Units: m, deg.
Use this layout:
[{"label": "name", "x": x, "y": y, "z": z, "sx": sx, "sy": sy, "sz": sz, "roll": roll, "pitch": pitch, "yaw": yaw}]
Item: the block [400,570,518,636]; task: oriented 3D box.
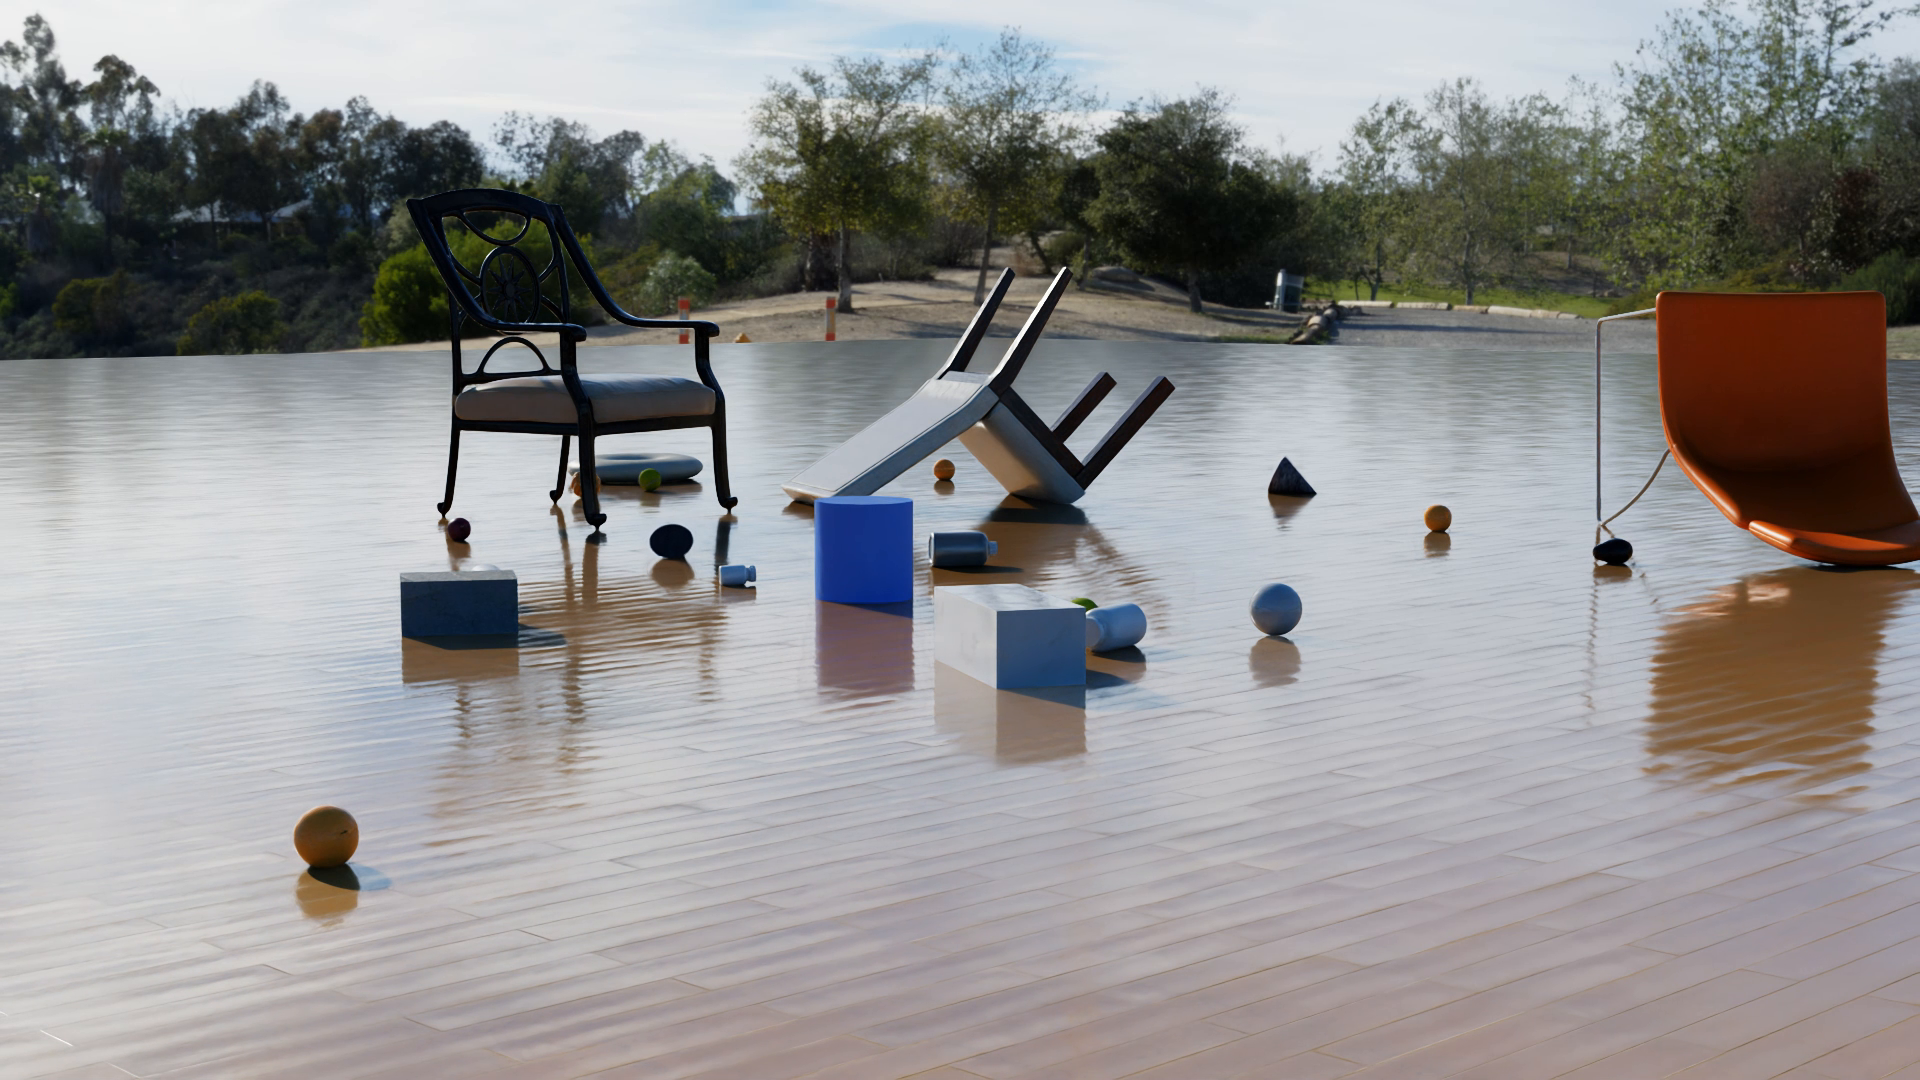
[{"label": "block", "x": -0.936, "y": 0.117, "z": 4.791, "sx": 0.211, "sy": 0.100, "sz": 0.155, "roll": -1, "pitch": 6, "yaw": -13}]

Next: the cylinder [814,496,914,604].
[{"label": "cylinder", "x": -0.197, "y": 0.018, "z": 5.258, "sx": 0.204, "sy": 0.201, "sz": 0.196, "roll": 3, "pitch": 7, "yaw": 30}]

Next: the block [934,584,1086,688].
[{"label": "block", "x": 0.079, "y": 0.157, "z": 4.279, "sx": 0.152, "sy": 0.126, "sz": 0.340, "roll": -2, "pitch": 6, "yaw": -18}]

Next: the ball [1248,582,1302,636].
[{"label": "ball", "x": 0.578, "y": 0.126, "z": 4.705, "sx": 0.099, "sy": 0.099, "sz": 0.099, "roll": 0, "pitch": 6, "yaw": 0}]

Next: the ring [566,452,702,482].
[{"label": "ring", "x": -1.056, "y": -0.235, "z": 8.341, "sx": 0.451, "sy": 0.073, "sz": 0.417, "roll": -6, "pitch": 9, "yaw": -42}]

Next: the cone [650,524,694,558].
[{"label": "cone", "x": -0.668, "y": 0.018, "z": 6.050, "sx": 0.109, "sy": 0.085, "sz": 0.086, "roll": 5, "pitch": -20, "yaw": 15}]

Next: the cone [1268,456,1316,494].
[{"label": "cone", "x": 1.023, "y": -0.169, "z": 7.786, "sx": 0.136, "sy": 0.120, "sz": 0.144, "roll": 26, "pitch": 9, "yaw": 12}]
